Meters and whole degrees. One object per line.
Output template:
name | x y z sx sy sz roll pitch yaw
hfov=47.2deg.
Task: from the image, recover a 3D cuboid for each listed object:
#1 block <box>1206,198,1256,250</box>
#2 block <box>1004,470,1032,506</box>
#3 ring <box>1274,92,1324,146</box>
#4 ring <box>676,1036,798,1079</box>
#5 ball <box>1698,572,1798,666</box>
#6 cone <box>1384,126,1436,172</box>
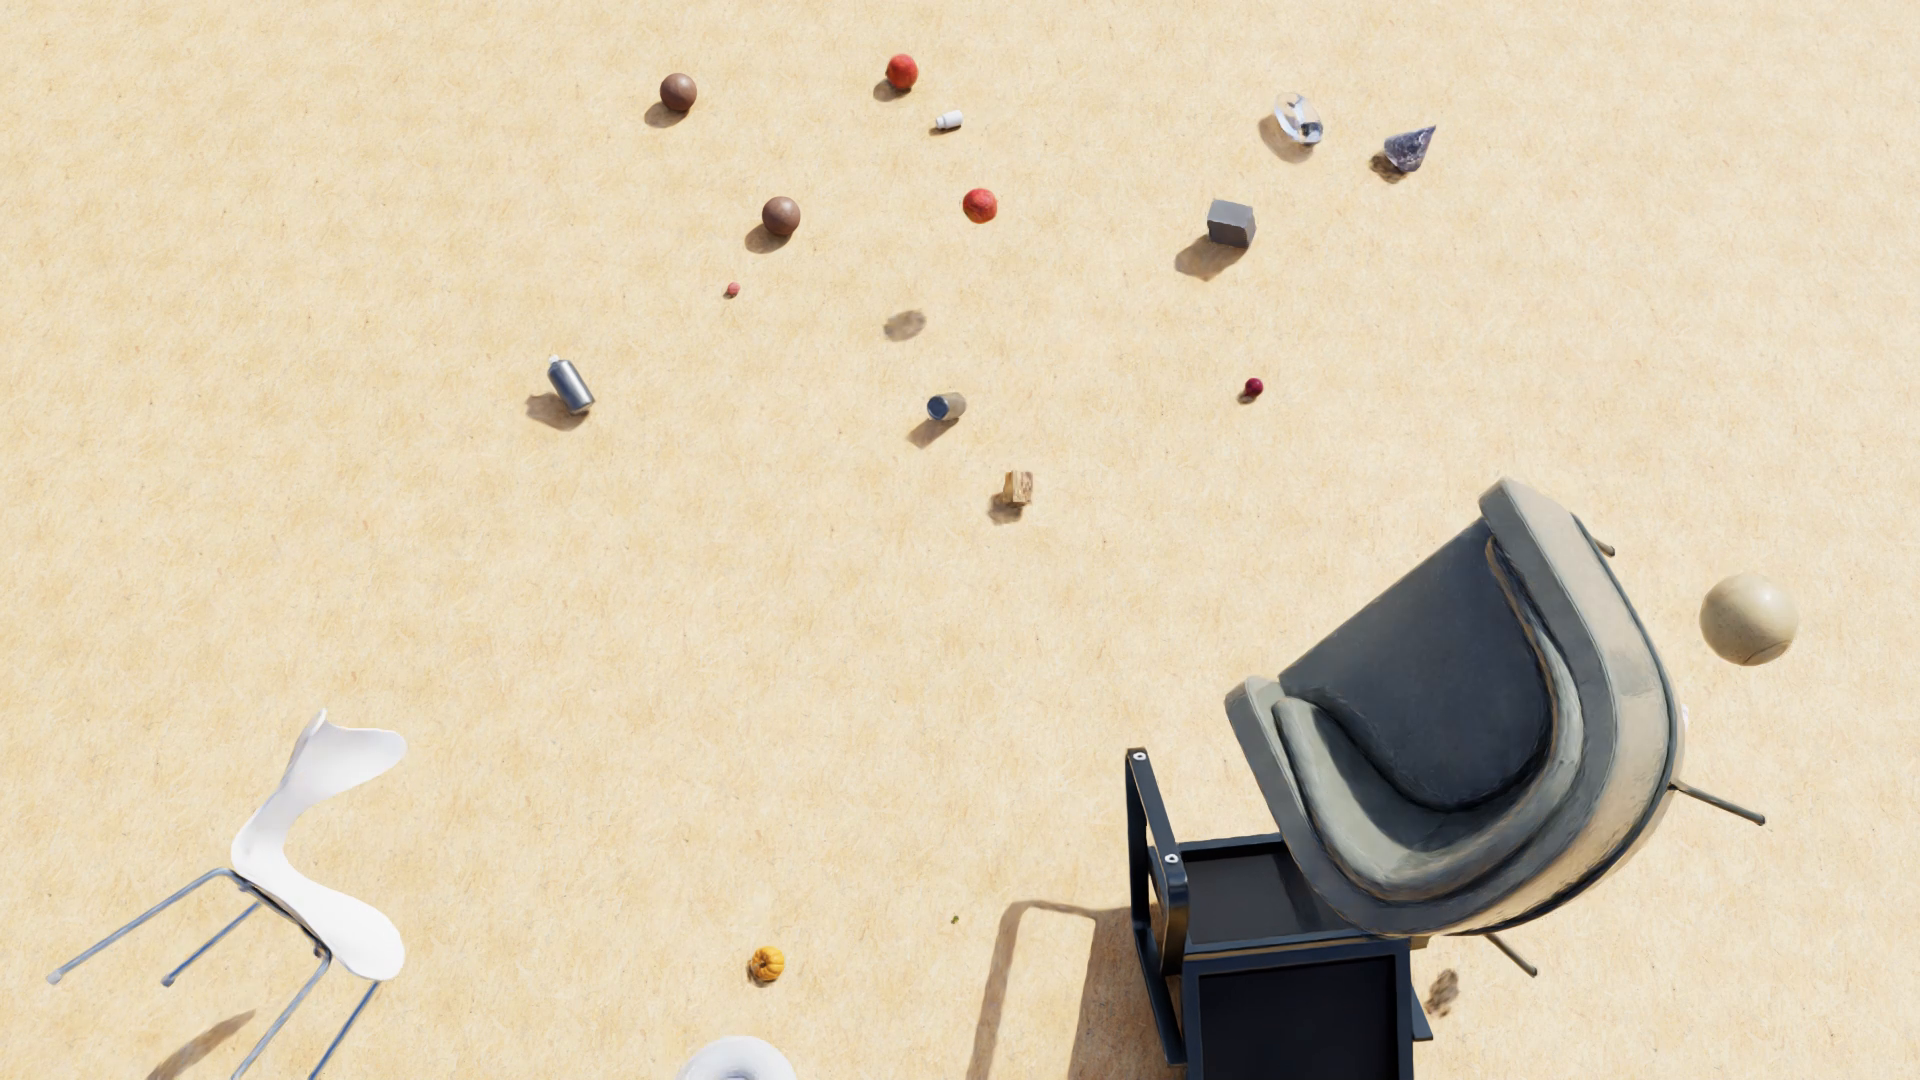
block | 0.883 -1.028 7.152 0.131 0.154 0.078 15 75 17
block | 0.174 -0.155 6.608 0.064 0.063 0.092 5 82 -23
ring | 1.149 -1.430 7.461 0.085 0.123 0.240 -14 58 -30
ring | -0.573 1.435 5.526 0.353 0.106 0.387 3 60 13
ball | 1.578 0.159 4.402 0.188 0.188 0.188 0 56 0
cone | 1.534 -1.338 7.343 0.157 0.185 0.133 30 56 -14
